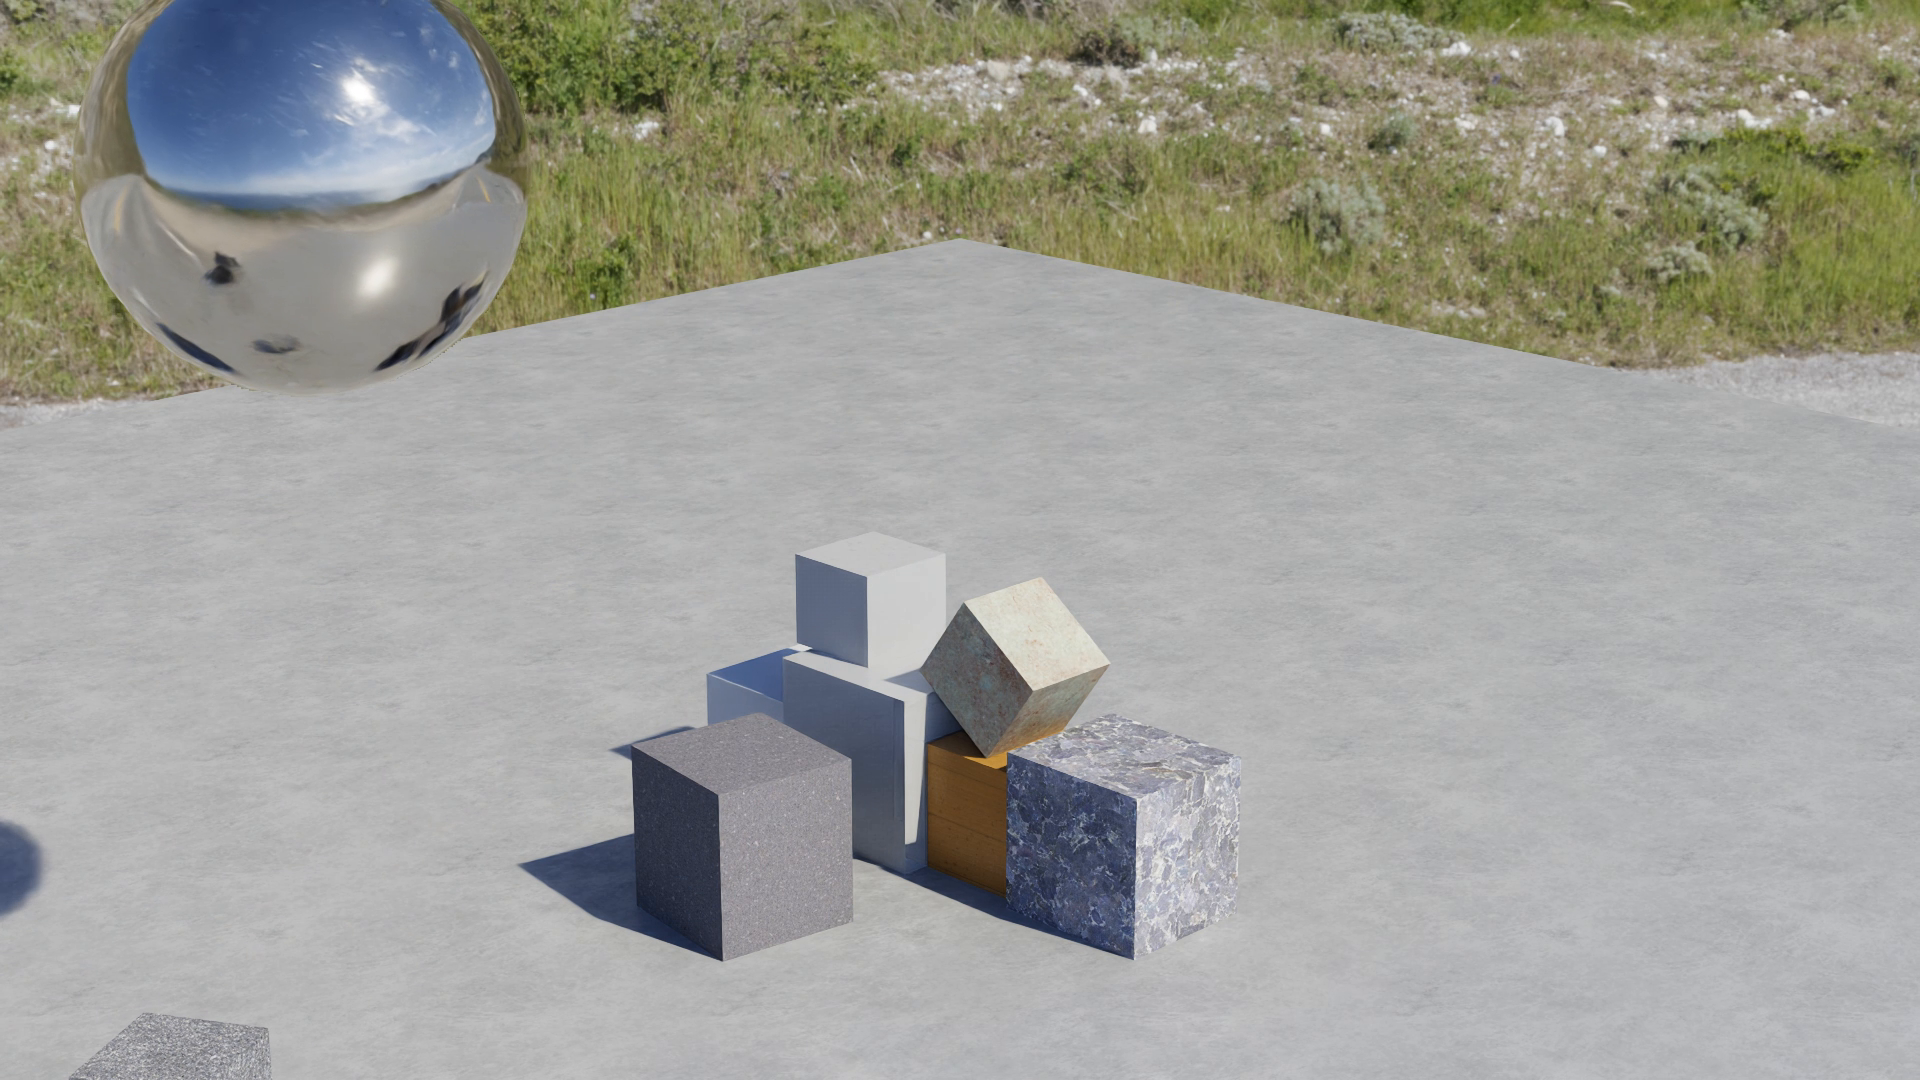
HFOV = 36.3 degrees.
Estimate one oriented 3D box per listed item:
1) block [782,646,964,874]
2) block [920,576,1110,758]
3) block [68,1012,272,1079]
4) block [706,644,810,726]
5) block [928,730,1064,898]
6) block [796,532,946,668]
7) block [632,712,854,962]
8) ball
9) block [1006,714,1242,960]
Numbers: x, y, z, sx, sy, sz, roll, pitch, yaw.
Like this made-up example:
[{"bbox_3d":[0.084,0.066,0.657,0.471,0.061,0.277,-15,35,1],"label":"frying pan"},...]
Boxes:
[{"bbox_3d":[-0.249,0.956,13.890,0.828,0.846,0.825,-17,24,-42],"label":"block"},{"bbox_3d":[0.246,0.576,13.296,0.506,0.492,0.533,-17,60,-43],"label":"block"},{"bbox_3d":[-2.845,2.119,10.644,0.506,0.575,0.525,4,18,14],"label":"block"},{"bbox_3d":[-0.777,0.927,14.435,0.665,0.576,0.648,-17,24,-42],"label":"block"},{"bbox_3d":[0.252,1.217,13.456,0.573,0.609,0.560,-17,24,-42],"label":"block"},{"bbox_3d":[-0.423,0.277,13.899,0.506,0.445,0.498,-17,24,-42],"label":"block"},{"bbox_3d":[-0.960,1.295,12.937,0.680,0.772,0.718,-13,21,-35],"label":"block"},{"bbox_3d":[-2.338,-1.317,10.477,1.600,1.600,1.600,0,17,0],"label":"ball"},{"bbox_3d":[0.719,1.297,12.974,0.684,0.747,0.765,-17,24,-42],"label":"block"}]
